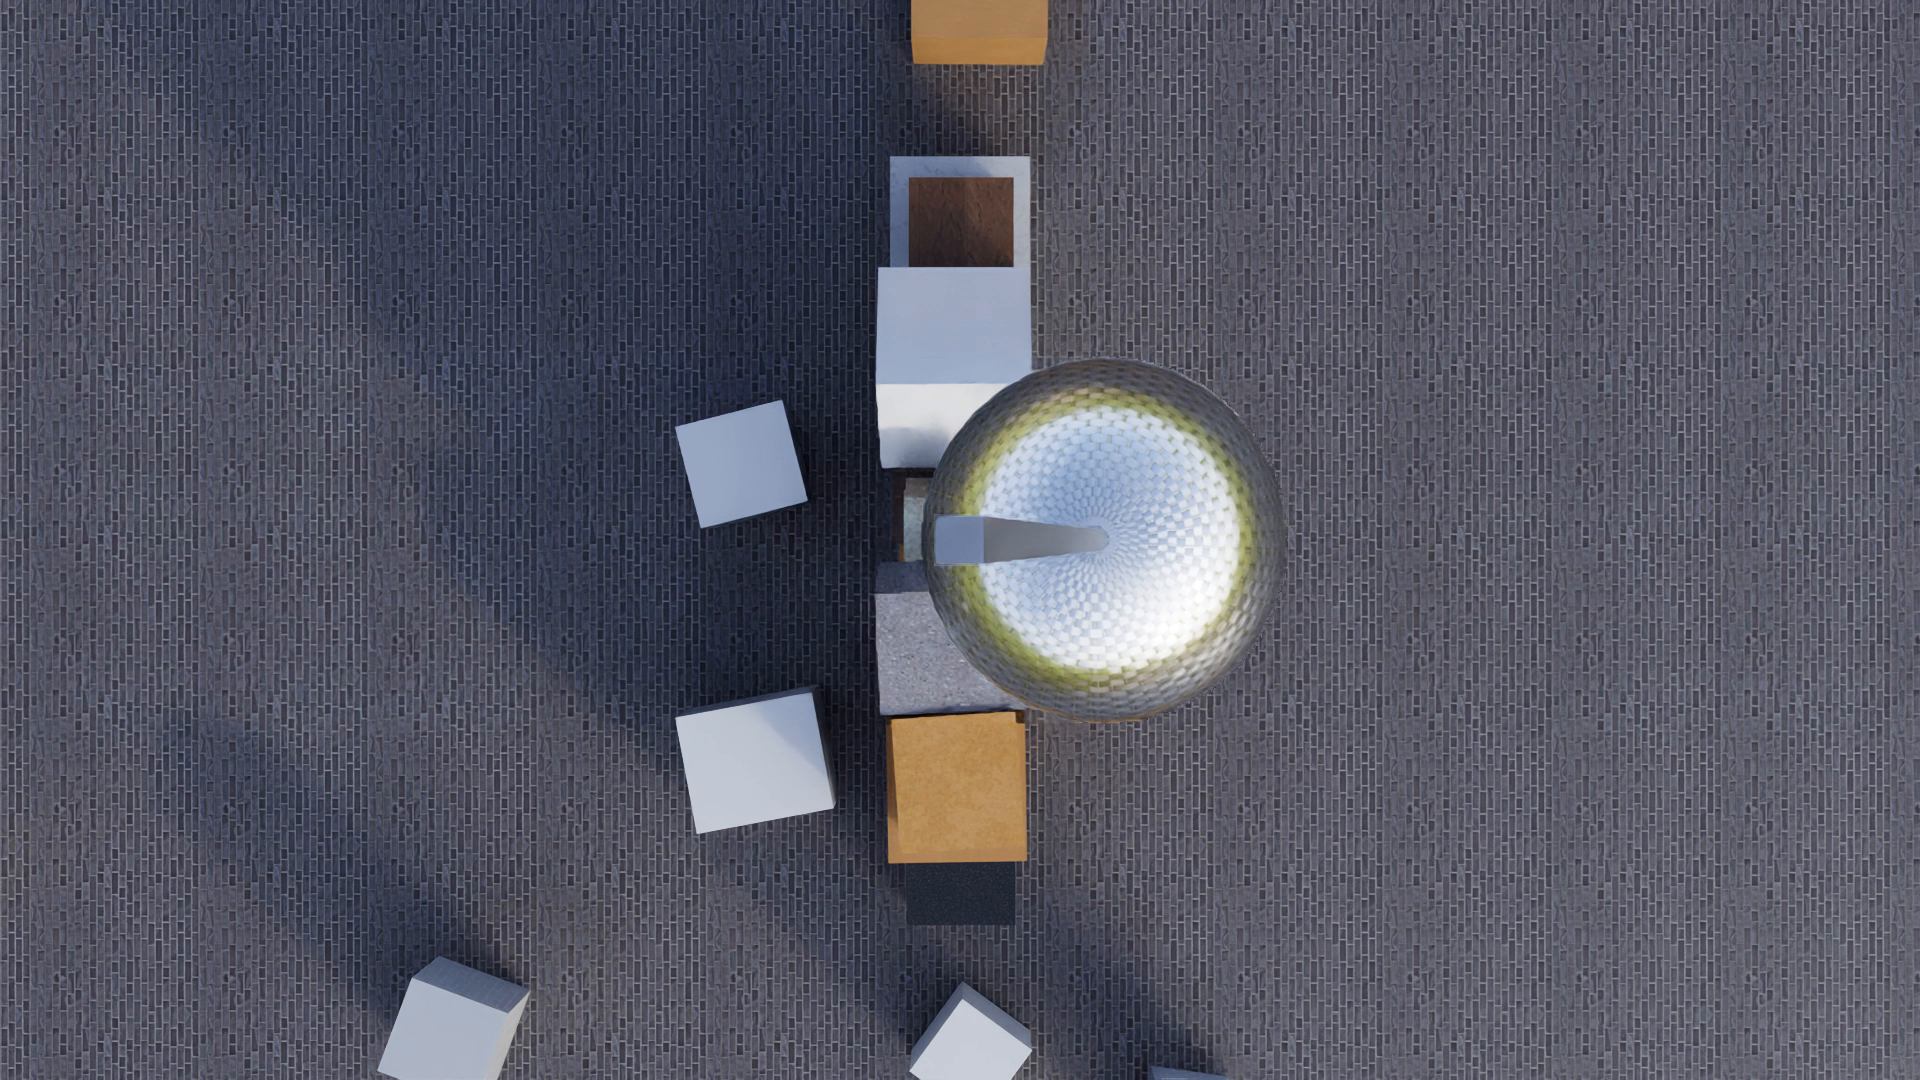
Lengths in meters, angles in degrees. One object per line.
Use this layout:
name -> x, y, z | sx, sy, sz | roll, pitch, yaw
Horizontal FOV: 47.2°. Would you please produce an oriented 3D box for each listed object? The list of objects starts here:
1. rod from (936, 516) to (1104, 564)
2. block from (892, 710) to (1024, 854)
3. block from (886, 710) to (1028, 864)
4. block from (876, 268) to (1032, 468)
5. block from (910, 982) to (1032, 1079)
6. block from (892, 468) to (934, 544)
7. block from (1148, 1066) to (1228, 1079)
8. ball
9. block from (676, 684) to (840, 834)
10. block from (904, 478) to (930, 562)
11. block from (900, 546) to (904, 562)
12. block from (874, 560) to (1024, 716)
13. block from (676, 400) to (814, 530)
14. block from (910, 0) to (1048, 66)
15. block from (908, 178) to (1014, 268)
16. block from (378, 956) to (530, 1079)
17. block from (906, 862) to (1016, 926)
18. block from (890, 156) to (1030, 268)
rod -> 0.271, 0.000, 6.275 | 0.080, 5.200, 0.080 | 0, 90, 6
block -> -0.010, 1.197, 11.333 | 0.625, 0.621, 0.681 | -4, 94, 0
block -> -0.018, 1.322, 11.963 | 0.736, 0.619, 0.740 | -1, 94, 0
block -> -0.031, -0.914, 11.781 | 0.798, 0.836, 0.735 | 0, 61, 0
block -> 0.062, 2.956, 12.742 | 0.493, 0.515, 0.508 | 36, 90, 0
block -> 0.000, -0.362, 12.582 | 0.744, 0.836, 0.759 | 0, 90, 0
block -> 1.314, 3.399, 12.745 | 0.462, 0.510, 0.527 | 8, 90, 0
ball -> 0.626, 0.000, 9.657 | 1.600, 1.600, 1.600 | 0, 90, 0
block -> -1.153, 1.250, 12.661 | 0.779, 0.678, 0.663 | -11, 90, 0
block -> -0.005, 0.010, 11.823 | 0.579, 0.667, 0.591 | 0, 101, 0
block -> -0.013, 0.352, 12.704 | 0.660, 0.592, 0.639 | 0, 90, 0
block -> -0.049, 0.484, 11.257 | 0.726, 0.630, 0.632 | -2, 104, 0
block -> -1.235, -0.429, 12.713 | 0.625, 0.573, 0.592 | -14, 90, 0
block -> 0.111, -3.208, 12.652 | 0.765, 0.695, 0.794 | 0, 90, 0
block -> 0.007, -1.649, 11.998 | 0.561, 0.538, 0.572 | 0, 90, 0
block -> -2.905, 2.821, 12.676 | 0.578, 0.649, 0.558 | 20, 90, 0
block -> 0.006, 1.795, 12.681 | 0.612, 0.638, 0.740 | 0, 90, 0
block -> 0.000, -1.721, 12.634 | 0.779, 0.733, 0.839 | 0, 90, 0
